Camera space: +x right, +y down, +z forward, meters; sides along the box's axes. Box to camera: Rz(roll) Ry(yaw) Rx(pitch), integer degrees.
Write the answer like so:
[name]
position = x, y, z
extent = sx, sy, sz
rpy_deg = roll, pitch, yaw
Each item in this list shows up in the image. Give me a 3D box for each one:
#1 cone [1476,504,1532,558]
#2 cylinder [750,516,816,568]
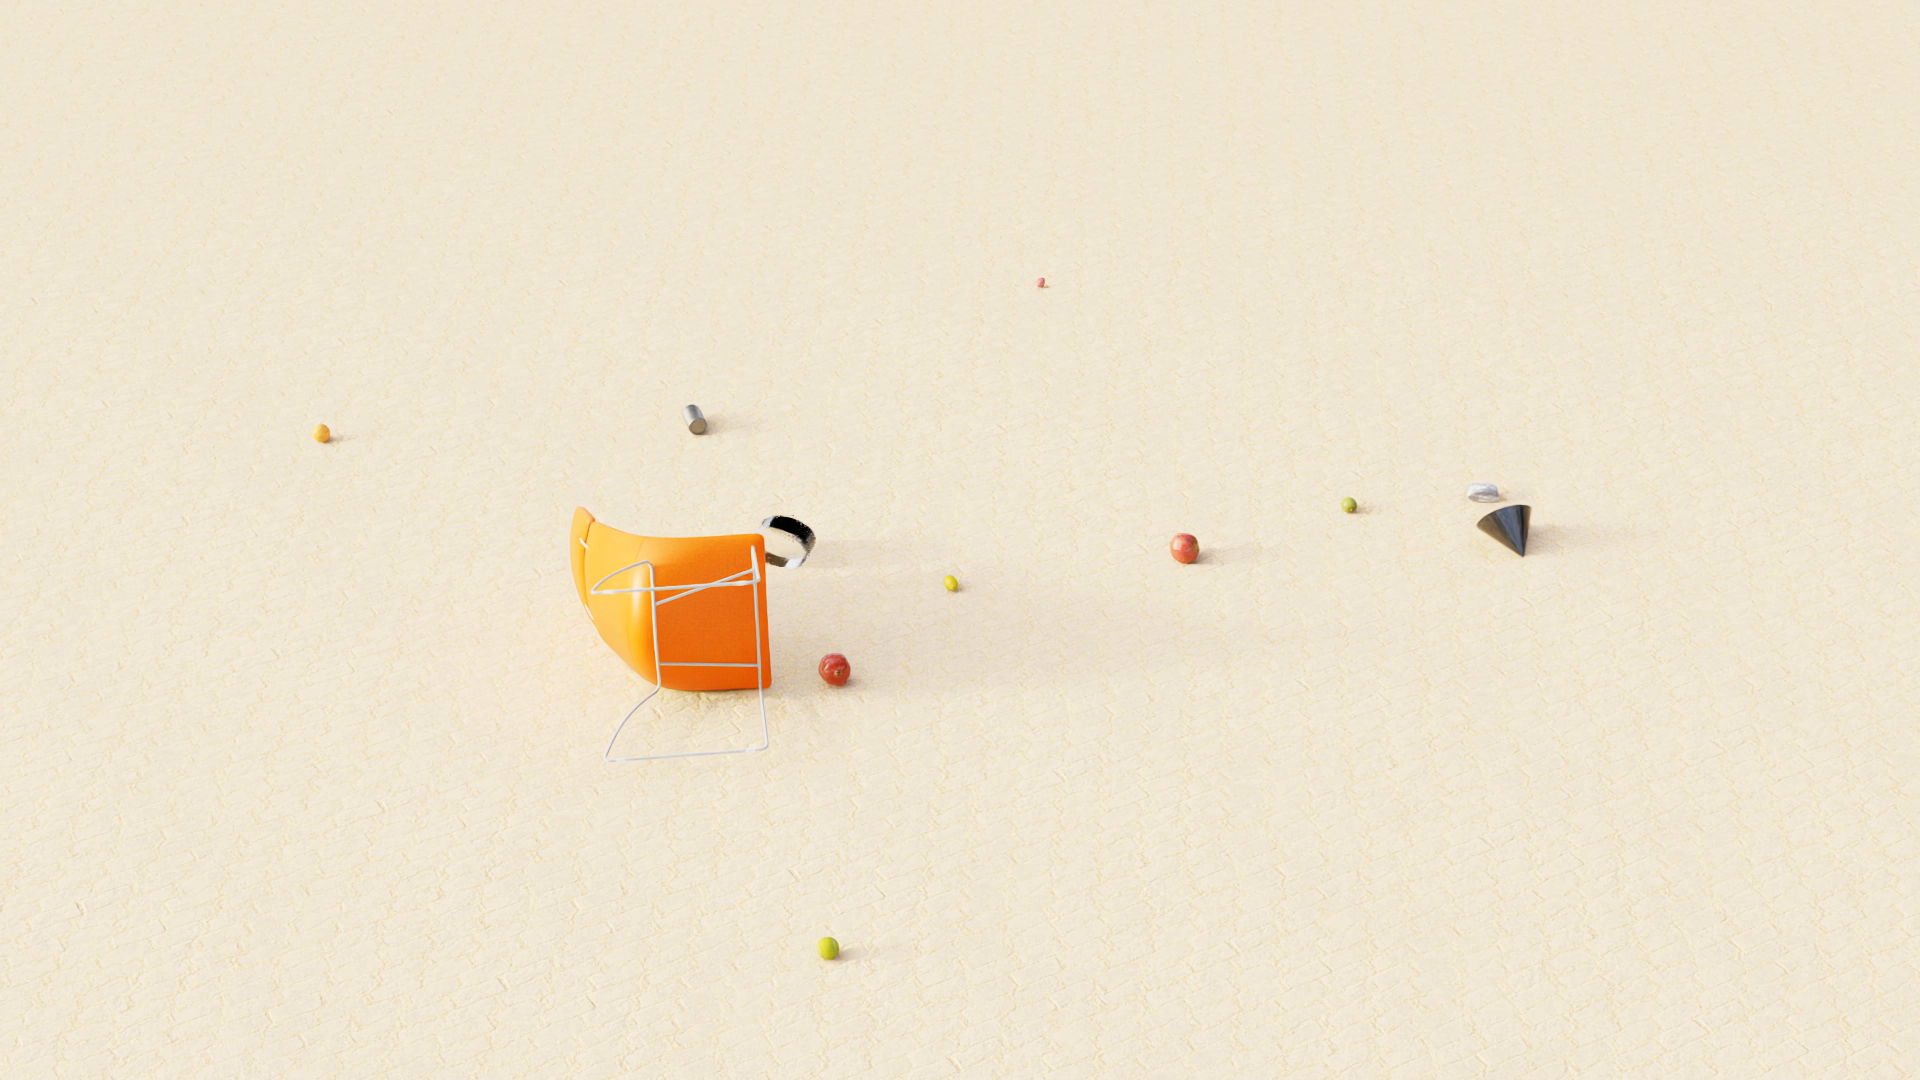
[cone]
position = 2.056, -0.008, 10.877
extent = 0.251, 0.188, 0.176
rpy_deg = -1, 60, -38
[cylinder]
position = -0.652, 0.006, 10.799
extent = 0.224, 0.149, 0.112
rpy_deg = 14, 36, 11
